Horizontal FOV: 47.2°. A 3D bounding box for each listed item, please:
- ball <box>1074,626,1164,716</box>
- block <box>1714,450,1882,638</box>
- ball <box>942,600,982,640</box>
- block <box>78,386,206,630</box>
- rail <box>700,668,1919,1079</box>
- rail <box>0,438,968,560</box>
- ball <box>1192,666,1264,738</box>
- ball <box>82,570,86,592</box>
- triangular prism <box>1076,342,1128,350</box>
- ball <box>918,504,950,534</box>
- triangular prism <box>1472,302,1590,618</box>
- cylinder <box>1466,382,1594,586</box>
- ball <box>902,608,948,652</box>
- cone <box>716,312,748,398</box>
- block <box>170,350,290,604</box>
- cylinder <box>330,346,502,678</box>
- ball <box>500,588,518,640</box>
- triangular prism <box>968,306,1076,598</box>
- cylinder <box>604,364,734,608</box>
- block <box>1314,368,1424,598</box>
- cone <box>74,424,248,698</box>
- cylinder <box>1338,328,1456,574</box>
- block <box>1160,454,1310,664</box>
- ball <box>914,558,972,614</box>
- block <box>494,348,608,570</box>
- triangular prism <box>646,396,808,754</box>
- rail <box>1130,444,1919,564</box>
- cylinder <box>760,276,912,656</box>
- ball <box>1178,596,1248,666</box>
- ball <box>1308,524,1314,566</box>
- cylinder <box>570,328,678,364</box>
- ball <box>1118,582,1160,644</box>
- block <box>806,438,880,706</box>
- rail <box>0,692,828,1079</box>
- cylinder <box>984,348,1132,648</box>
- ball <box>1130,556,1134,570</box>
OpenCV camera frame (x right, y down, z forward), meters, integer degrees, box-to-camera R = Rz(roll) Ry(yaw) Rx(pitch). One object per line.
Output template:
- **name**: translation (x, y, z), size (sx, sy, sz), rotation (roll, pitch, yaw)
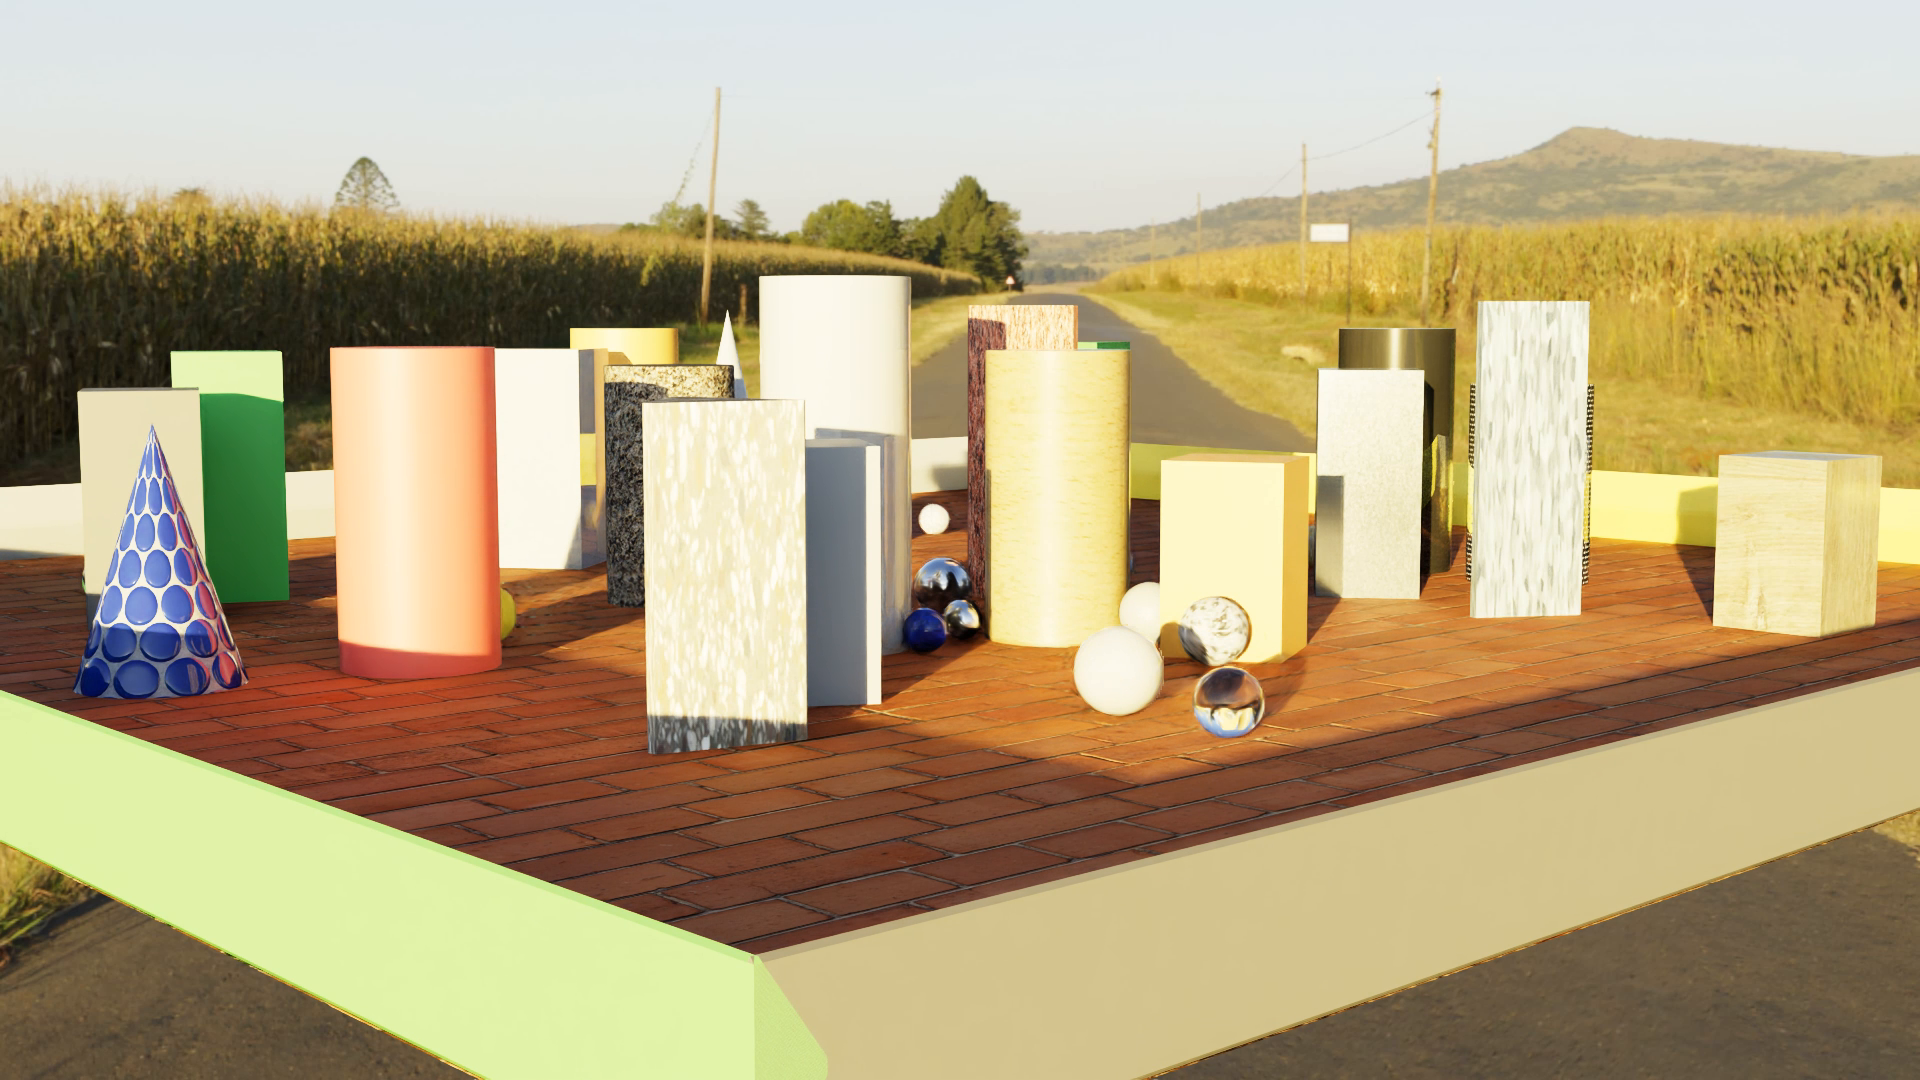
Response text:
- **ball**: translation (0.174, 0.144, 2.424), size (0.099, 0.099, 0.099), rotation (0, 6, 0)
- **block**: translation (1.181, 0.002, 3.103), size (0.159, 0.242, 0.159), rotation (-5, 8, -41)
- **ball**: translation (0.003, 0.108, 2.987), size (0.054, 0.054, 0.054), rotation (0, 6, 0)
- **block**: translation (-1.170, -0.050, 3.157), size (0.159, 0.333, 0.159), rotation (-2, 6, -19)
- **rail**: translation (1.067, 0.153, 2.182), size (3.221, 0.129, 0.045), rotation (-5, 8, -42)
- **rail**: translation (-1.067, -0.086, 4.482), size (3.221, 0.129, 0.045), rotation (-5, 8, -42)
- **ball**: translation (0.281, 0.170, 2.297), size (0.075, 0.075, 0.075), rotation (0, 6, 0)
- **ball**: translation (-1.291, 0.061, 3.334), size (0.076, 0.076, 0.076), rotation (0, 6, 0)
- **triangular prism**: translation (0.269, -0.195, 4.302), size (0.149, 0.384, 0.172), rotation (-4, 7, -33)
- **ball**: translation (-0.052, -0.041, 4.379), size (0.062, 0.062, 0.062), rotation (0, 6, 0)
- **triangular prism**: translation (0.815, -0.124, 3.267), size (0.172, 0.458, 0.149), rotation (-1, 6, -12)
- **cylinder**: translation (0.939, -0.095, 3.625), size (0.198, 0.326, 0.198), rotation (0, 6, 0)
- **ball**: translation (-0.045, 0.118, 2.872), size (0.058, 0.058, 0.058), rotation (0, 6, 0)
- **cone**: translation (-0.390, -0.165, 3.717), size (0.198, 0.446, 0.198), rotation (0, 6, 0)
- **block**: translation (-1.136, -0.102, 3.422), size (0.159, 0.382, 0.159), rotation (-2, 6, -20)
- **cylinder**: translation (-0.678, -0.040, 2.748), size (0.198, 0.399, 0.198), rotation (0, 6, 0)
- **ball**: translation (-0.634, 0.099, 2.944), size (0.081, 0.081, 0.081), rotation (0, 6, 0)
- **triangular prism**: translation (0.115, -0.141, 3.460), size (0.172, 0.452, 0.149), rotation (2, 6, 16)
- **cylinder**: translation (-0.444, -0.087, 3.376), size (0.198, 0.362, 0.198), rotation (0, 6, 0)
- **block**: translation (0.644, -0.093, 3.480), size (0.159, 0.353, 0.159), rotation (1, 6, 8)
- **cone**: translation (-0.954, 0.017, 2.613), size (0.198, 0.313, 0.198), rotation (0, 6, 0)
- **cylinder**: translation (0.751, -0.157, 3.797), size (0.198, 0.414, 0.198), rotation (0, 6, 0)
- **block**: translation (0.360, 0.020, 2.872), size (0.159, 0.254, 0.159), rotation (2, 6, 20)
- **ball**: translation (-0.025, 0.068, 3.217), size (0.085, 0.085, 0.085), rotation (0, 6, 0)
- **block**: translation (-0.718, -0.147, 3.872), size (0.159, 0.379, 0.159), rotation (1, 6, 10)
- **triangular prism**: translation (-0.269, 0.029, 2.303), size (0.172, 0.353, 0.149), rotation (-3, 7, -27)
- **rail**: translation (1.166, -0.078, 4.402), size (0.045, 0.129, 3.194), rotation (-5, 8, -42)
- **cylinder**: translation (-0.163, -0.101, 2.900), size (0.198, 0.488, 0.198), rotation (0, 6, 0)
- **ball**: translation (0.319, 0.114, 2.765), size (0.088, 0.088, 0.088), rotation (0, 6, 0)
- **ball**: translation (0.619, 0.009, 3.849), size (0.072, 0.072, 0.072), rotation (0, 6, 0)
- **cylinder**: translation (-0.622, -0.187, 4.096), size (0.198, 0.412, 0.198), rotation (0, 6, 0)
- **ball**: translation (0.255, 0.098, 2.945), size (0.083, 0.083, 0.083), rotation (0, 6, 0)
- **block**: translation (-0.184, 0.034, 2.545), size (0.159, 0.293, 0.159), rotation (-1, 6, -11)
- **rail**: translation (-1.166, 0.145, 2.262), size (0.045, 0.129, 3.194), rotation (-5, 8, -42)
- **cylinder**: translation (0.133, -0.063, 3.000), size (0.198, 0.392, 0.198), rotation (0, 6, 0)
- **ball**: translation (0.267, 0.039, 3.685), size (0.048, 0.048, 0.048), rotation (0, 6, 0)
